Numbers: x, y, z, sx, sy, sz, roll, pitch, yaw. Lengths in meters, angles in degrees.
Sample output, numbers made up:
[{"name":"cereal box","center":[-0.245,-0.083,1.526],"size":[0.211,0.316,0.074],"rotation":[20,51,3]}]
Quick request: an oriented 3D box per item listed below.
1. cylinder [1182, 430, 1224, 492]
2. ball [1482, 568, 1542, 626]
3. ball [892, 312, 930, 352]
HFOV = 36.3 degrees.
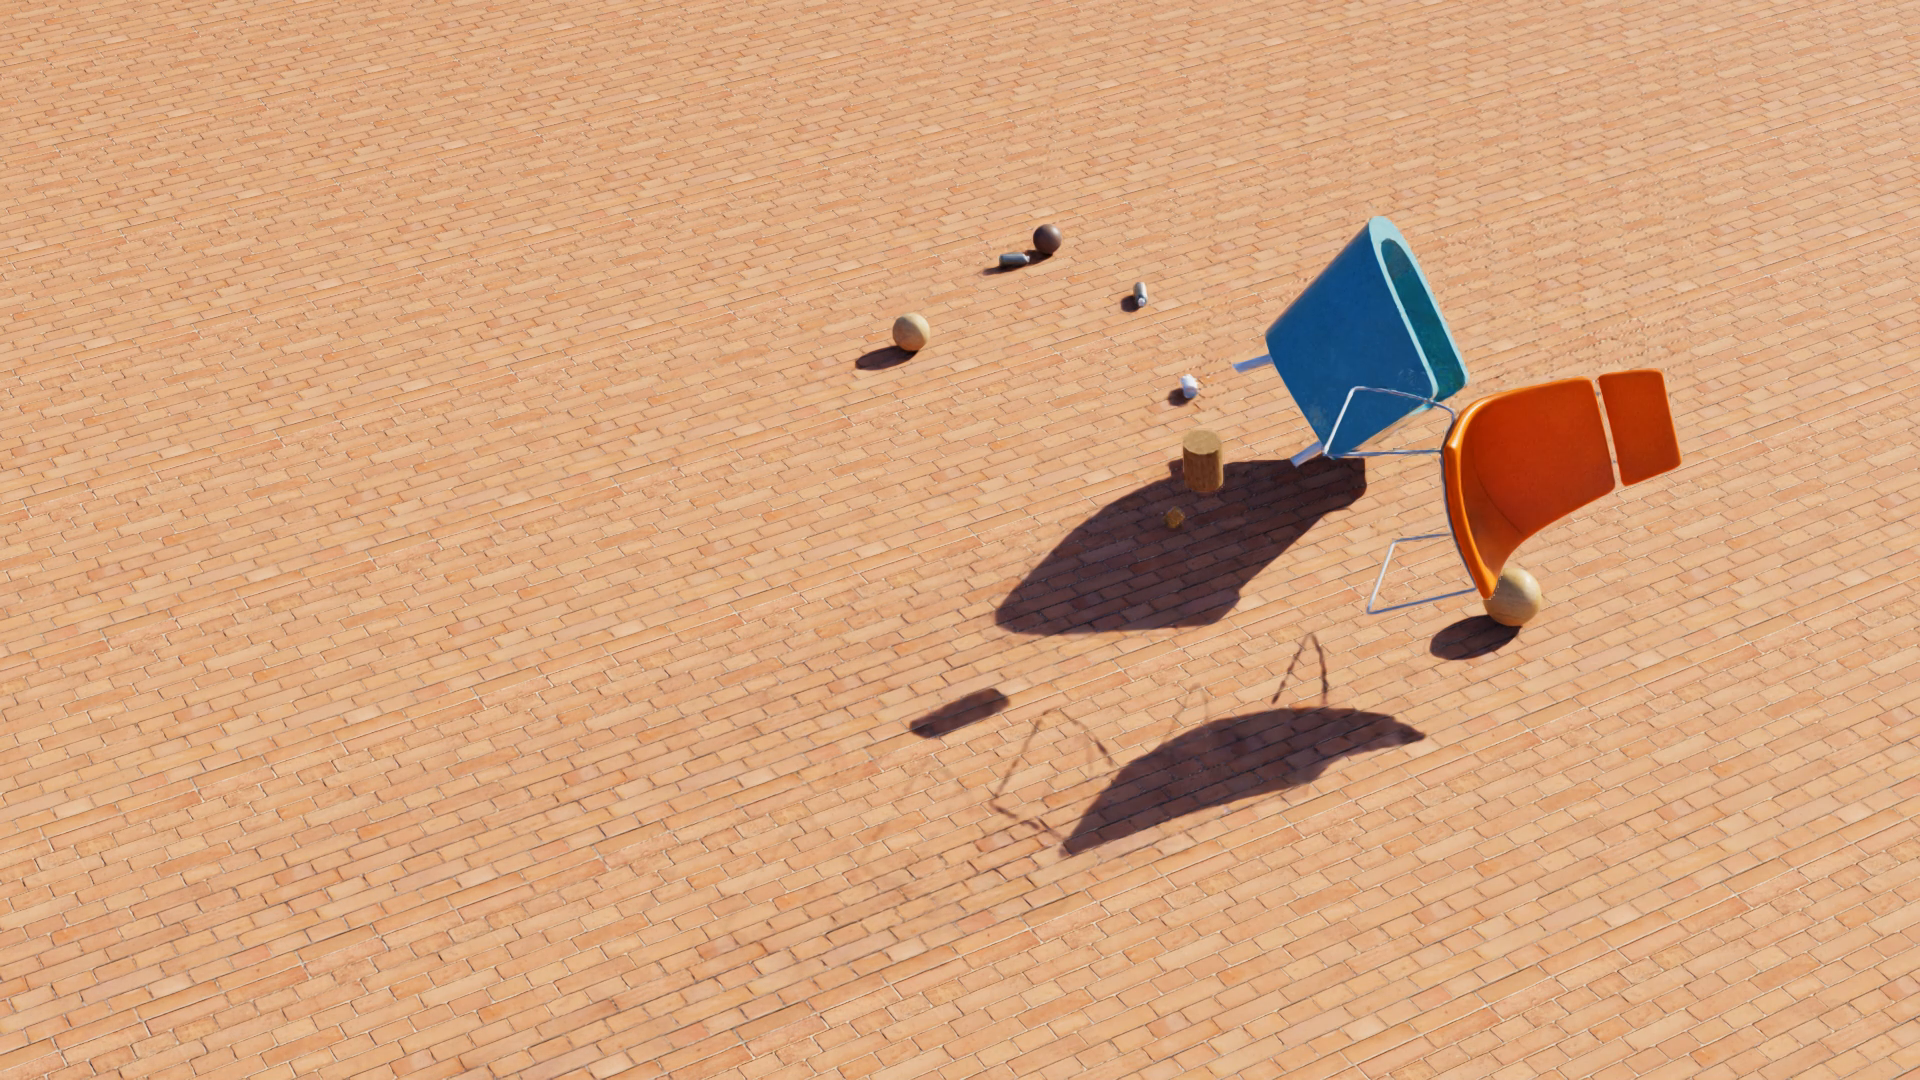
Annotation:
[{"name":"cylinder","center":[0.844,-0.275,10.190],"size":[0.133,0.165,0.143],"rotation":[-20,41,-16]},{"name":"ball","center":[1.967,0.202,10.446],"size":[0.210,0.210,0.210],"rotation":[0,33,0]},{"name":"ball","center":[-0.201,-0.858,12.103],"size":[0.158,0.158,0.158],"rotation":[0,33,0]}]
